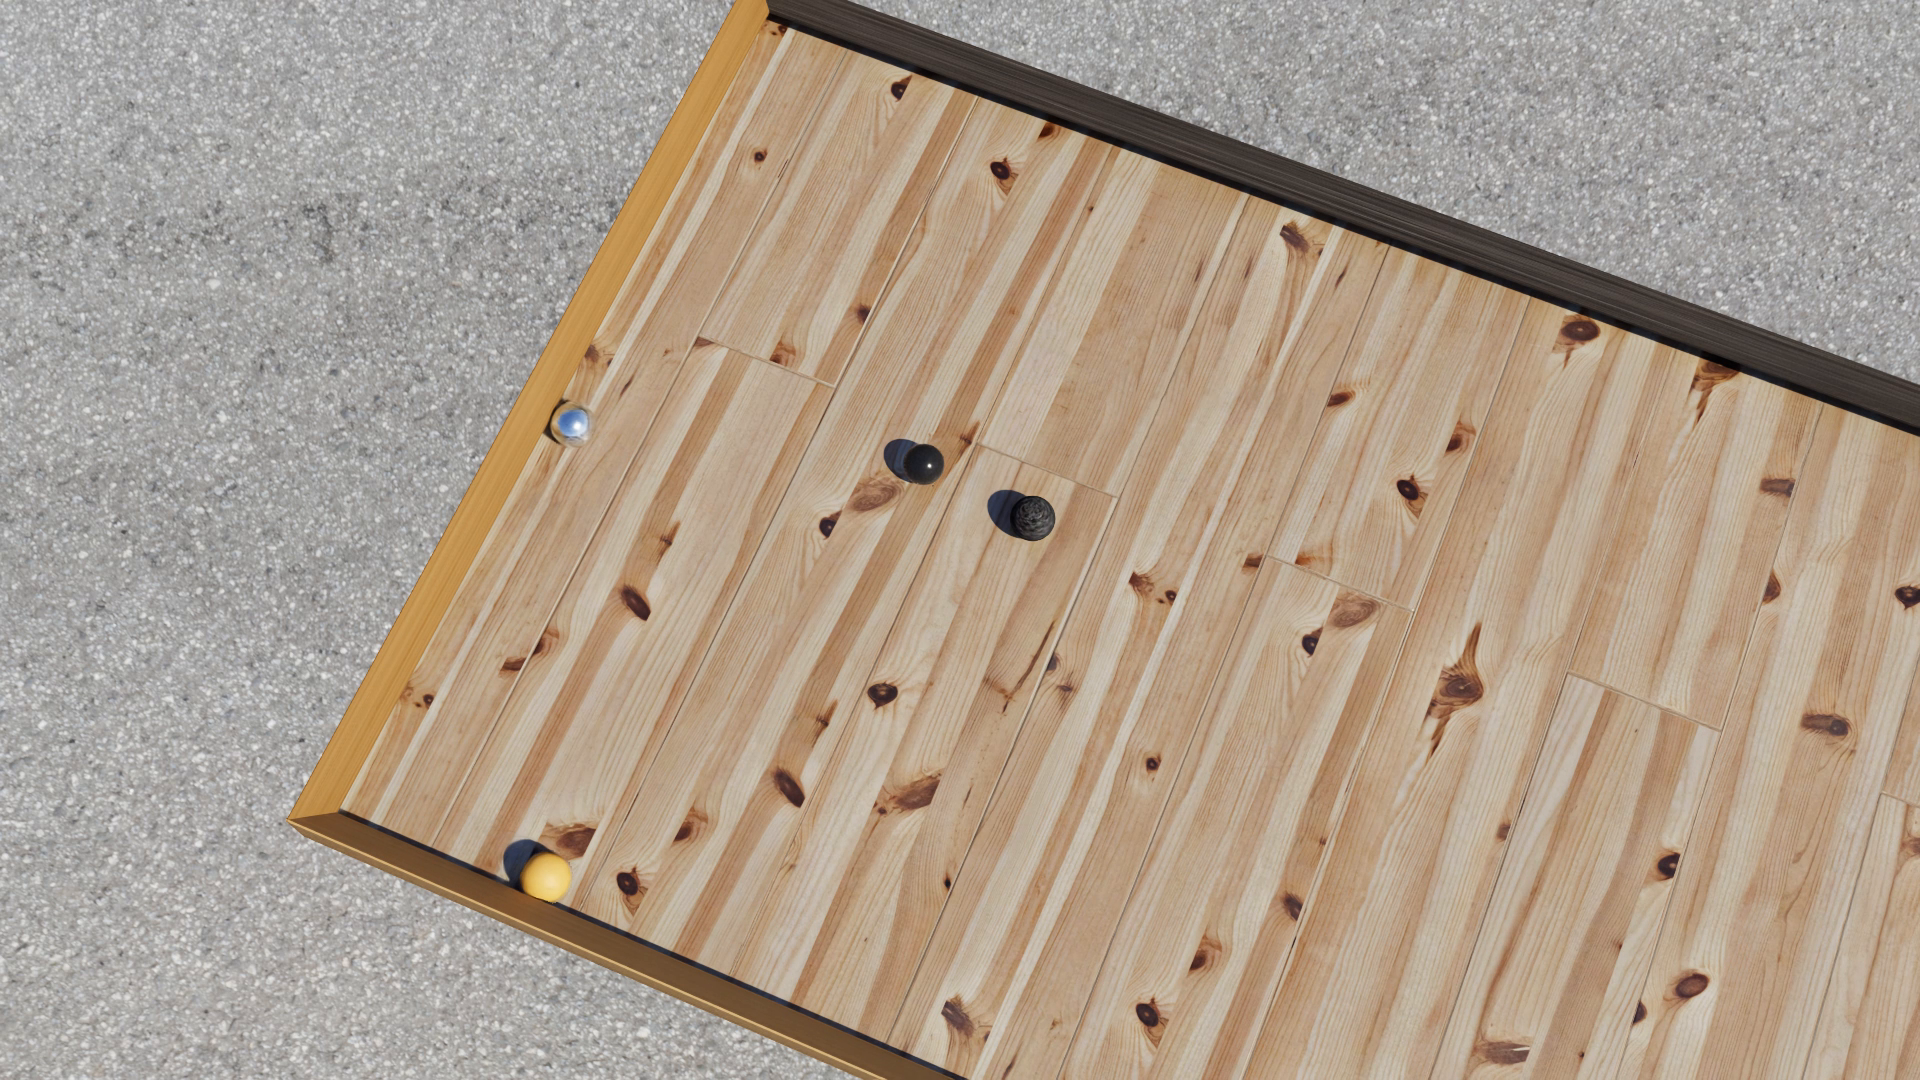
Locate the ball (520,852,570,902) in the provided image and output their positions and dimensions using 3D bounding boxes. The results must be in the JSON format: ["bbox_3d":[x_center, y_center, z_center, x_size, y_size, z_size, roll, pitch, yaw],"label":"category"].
[{"bbox_3d":[-0.618,0.502,3.275,0.074,0.074,0.074,0,68,0],"label":"ball"}]

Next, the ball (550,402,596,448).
[{"bbox_3d":[-0.624,-0.186,3.548,0.073,0.073,0.073,0,68,0],"label":"ball"}]

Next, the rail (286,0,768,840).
[{"bbox_3d":[-0.654,-0.263,3.564,0.045,0.097,1.641,21,70,8],"label":"rail"}]

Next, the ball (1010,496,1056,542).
[{"bbox_3d":[0.115,-0.034,3.488,0.073,0.073,0.073,0,68,0],"label":"ball"}]

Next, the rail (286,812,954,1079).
[{"bbox_3d":[0.365,0.944,3.089,2.936,0.097,0.045,21,70,8],"label":"rail"}]

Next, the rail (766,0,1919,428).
[{"bbox_3d":[0.986,-0.422,3.627,2.936,0.097,0.045,21,70,8],"label":"rail"}]

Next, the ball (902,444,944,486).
[{"bbox_3d":[-0.058,-0.121,3.525,0.067,0.067,0.067,0,68,0],"label":"ball"}]
